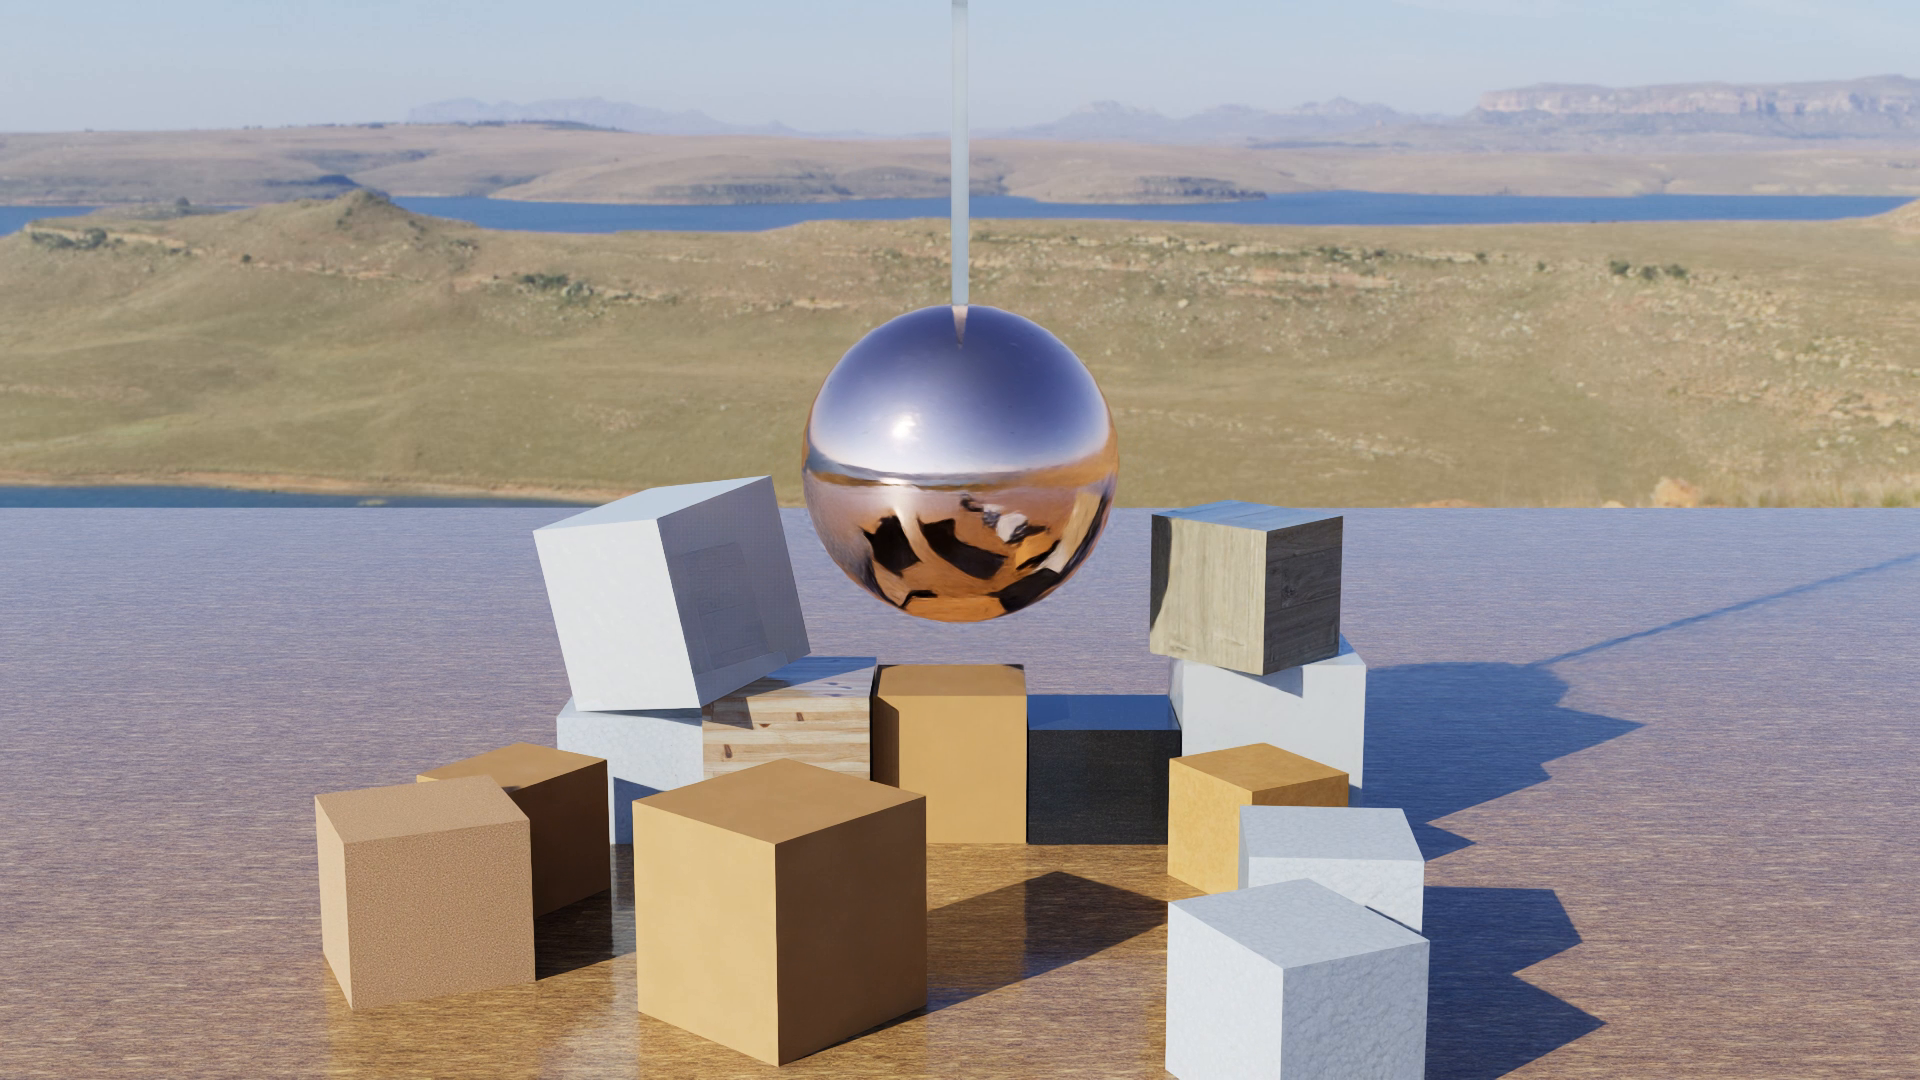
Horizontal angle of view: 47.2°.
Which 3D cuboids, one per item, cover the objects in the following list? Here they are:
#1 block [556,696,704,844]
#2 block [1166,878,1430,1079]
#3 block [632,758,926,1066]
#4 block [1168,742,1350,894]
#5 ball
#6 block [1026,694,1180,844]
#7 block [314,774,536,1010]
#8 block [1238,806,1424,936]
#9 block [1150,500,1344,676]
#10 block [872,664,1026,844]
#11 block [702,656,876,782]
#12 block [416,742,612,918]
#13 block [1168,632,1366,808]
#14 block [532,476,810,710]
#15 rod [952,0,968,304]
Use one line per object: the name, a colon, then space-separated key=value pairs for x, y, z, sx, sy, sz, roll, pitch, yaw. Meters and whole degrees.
block: x=-1.651 y=1.157 z=11.371 sx=0.735 sy=0.656 sz=0.629 roll=0 pitch=10 yaw=0
block: x=1.238 y=1.733 z=8.163 sx=0.632 sy=0.670 sz=0.761 roll=-5 pitch=11 yaw=-26
block: x=-0.725 y=1.479 z=8.939 sx=0.830 sy=0.891 sz=0.840 roll=9 pitch=14 yaw=41
block: x=1.415 y=1.357 z=10.484 sx=0.575 sy=0.579 sz=0.634 roll=-6 pitch=12 yaw=-30
ball: x=0.000 y=-0.385 z=11.040 sx=1.600 sy=1.600 sz=1.600 roll=0 pitch=10 yaw=0
block: x=0.724 y=1.180 z=11.398 sx=0.757 sy=0.599 sz=0.712 roll=0 pitch=10 yaw=0
block: x=-2.295 y=1.485 z=9.410 sx=0.758 sy=0.711 sz=0.737 roll=-5 pitch=11 yaw=-24
block: x=1.539 y=1.543 z=9.249 sx=0.698 sy=0.655 sz=0.706 roll=1 pitch=10 yaw=4
block: x=1.444 y=0.224 z=11.119 sx=0.712 sy=0.713 sz=0.643 roll=10 pitch=14 yaw=43
block: x=-0.051 y=1.097 z=11.388 sx=0.770 sy=0.767 sz=0.667 roll=0 pitch=10 yaw=0
block: x=-0.859 y=1.089 z=11.358 sx=0.827 sy=0.794 sz=0.871 roll=0 pitch=10 yaw=0
block: x=-2.079 y=1.366 z=10.290 sx=0.558 sy=0.630 sz=0.674 roll=7 pitch=12 yaw=33
block: x=1.565 y=1.014 z=11.380 sx=0.905 sy=0.934 sz=0.757 roll=0 pitch=10 yaw=0
block: x=-1.451 y=0.268 z=11.158 sx=0.845 sy=0.946 sz=0.885 roll=-5 pitch=12 yaw=36
rod: x=0.000 y=-3.737 z=10.471 sx=0.080 sy=5.200 sz=0.080 roll=0 pitch=10 yaw=0
